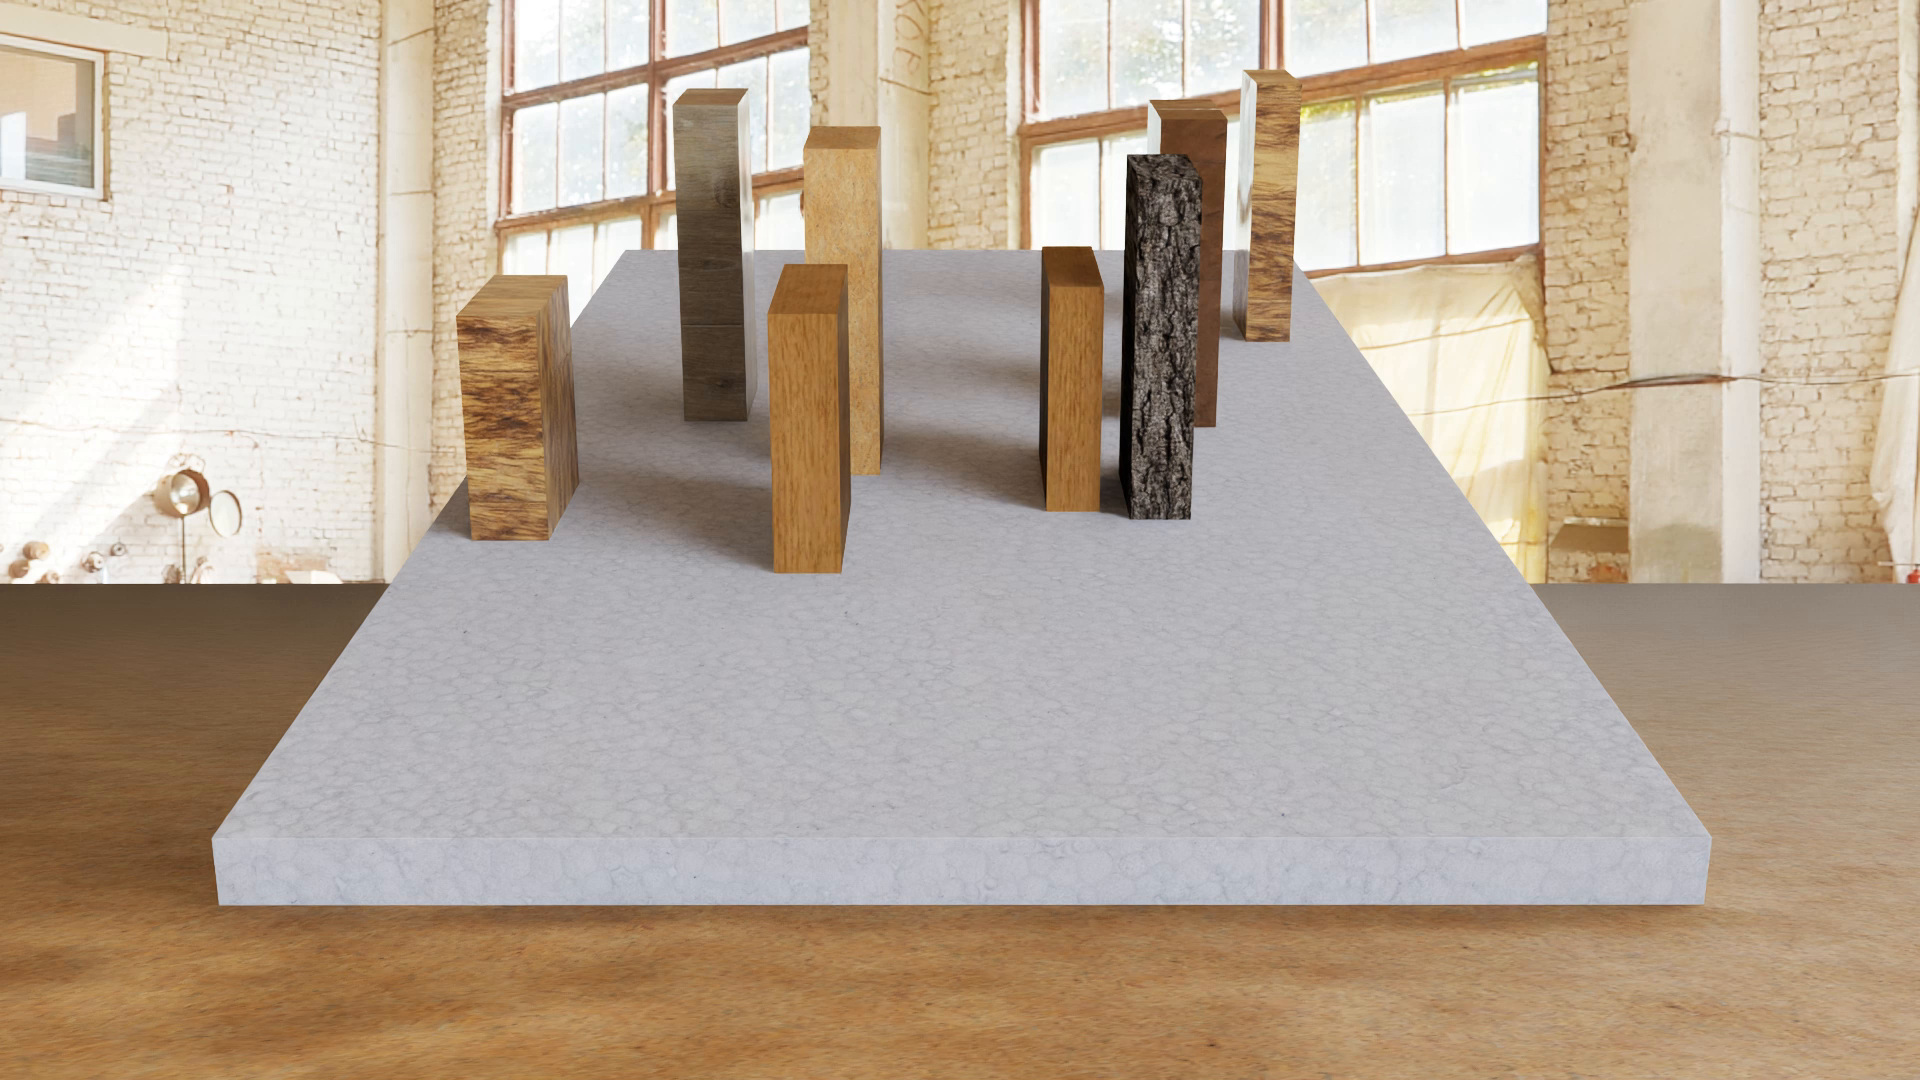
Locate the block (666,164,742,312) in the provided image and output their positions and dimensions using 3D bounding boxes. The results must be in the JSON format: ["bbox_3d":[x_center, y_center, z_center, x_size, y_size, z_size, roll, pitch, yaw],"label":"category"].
[{"bbox_3d":[-0.539,-0.634,4.974,0.138,0.282,0.690,0,0,0],"label":"block"}]

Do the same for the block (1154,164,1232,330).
[{"bbox_3d":[0.489,-0.614,4.952,0.140,0.316,0.668,0,0,0],"label":"block"}]

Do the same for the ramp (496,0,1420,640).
[{"bbox_3d":[-0.004,-0.193,4.904,2.000,4.000,0.100,0,0,0],"label":"ramp"}]

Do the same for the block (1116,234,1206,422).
[{"bbox_3d":[0.383,-0.395,4.331,0.116,0.304,0.649,0,0,0],"label":"block"}]

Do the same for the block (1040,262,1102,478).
[{"bbox_3d":[0.218,-0.326,4.453,0.102,0.395,0.441,0,0,0],"label":"block"}]

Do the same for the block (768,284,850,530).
[{"bbox_3d":[-0.271,-0.231,4.119,0.119,0.421,0.472,0,0,0],"label":"block"}]

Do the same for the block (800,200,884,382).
[{"bbox_3d":[-0.234,-0.494,4.604,0.143,0.305,0.661,0,0,0],"label":"block"}]

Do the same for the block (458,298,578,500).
[{"bbox_3d":[-0.835,-0.258,4.268,0.143,0.358,0.426,0,0,0],"label":"block"}]
